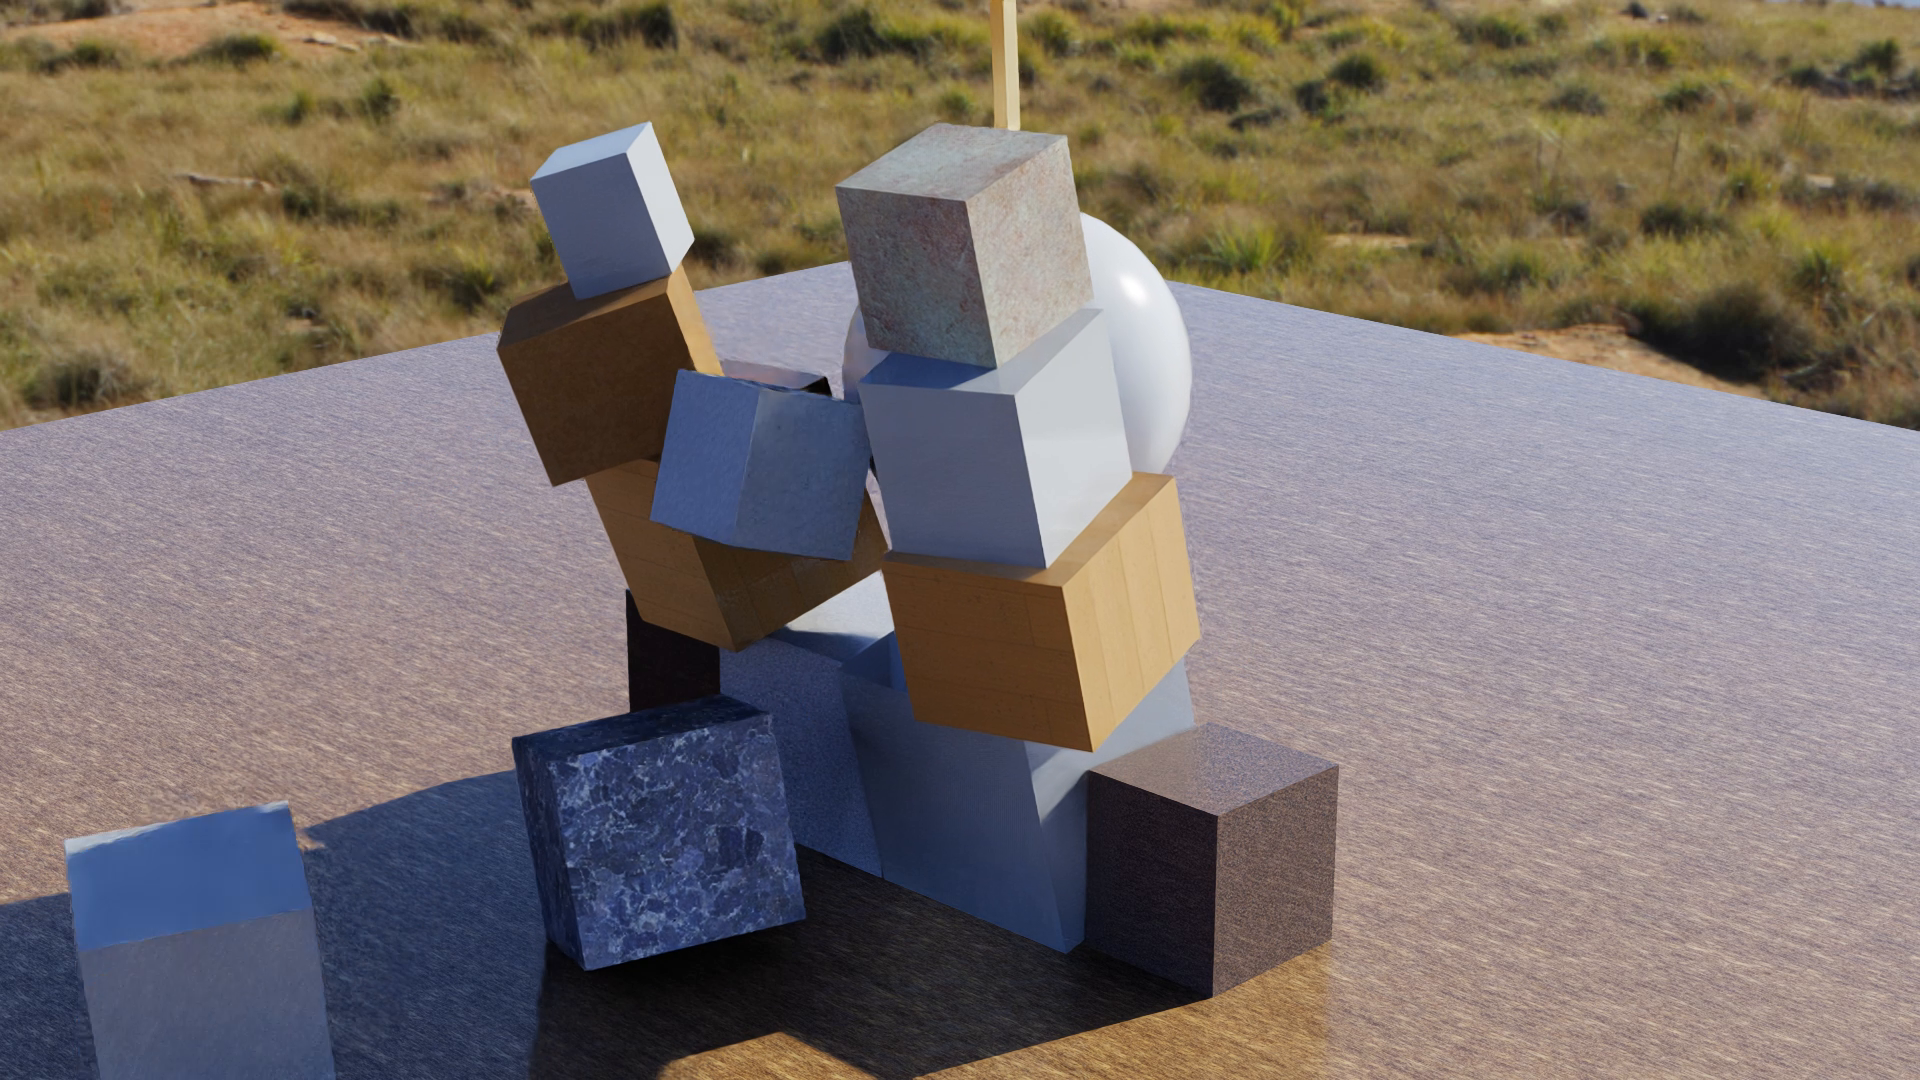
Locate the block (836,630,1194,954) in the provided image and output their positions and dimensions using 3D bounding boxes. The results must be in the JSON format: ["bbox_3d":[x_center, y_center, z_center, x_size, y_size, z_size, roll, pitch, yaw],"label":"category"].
[{"bbox_3d":[0.299,0.951,13.065,1.124,1.133,1.011,16,38,42],"label":"block"}]

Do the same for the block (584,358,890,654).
[{"bbox_3d":[-1.077,-0.183,13.819,0.913,0.971,0.941,-30,23,-26],"label":"block"}]

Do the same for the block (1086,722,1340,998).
[{"bbox_3d":[1.085,1.361,12.645,0.719,0.821,0.803,17,24,42],"label":"block"}]

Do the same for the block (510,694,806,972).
[{"bbox_3d":[-1.299,1.228,12.546,0.957,0.887,0.834,-11,7,-18],"label":"block"}]

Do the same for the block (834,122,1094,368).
[{"bbox_3d":[0.026,-1.200,11.842,0.667,0.715,0.672,12,35,37],"label":"block"}]

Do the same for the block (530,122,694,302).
[{"bbox_3d":[-1.583,-1.505,13.396,0.474,0.594,0.493,-14,22,14],"label":"block"}]

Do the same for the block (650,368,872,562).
[{"bbox_3d":[-0.857,-0.330,12.847,0.638,0.679,0.659,8,5,-39],"label":"block"}]

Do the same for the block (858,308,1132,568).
[{"bbox_3d":[0.156,-0.446,11.987,0.724,0.776,0.778,6,32,30],"label":"block"}]

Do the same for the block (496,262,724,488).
[{"bbox_3d":[-1.590,-0.811,13.491,0.804,0.691,0.803,-18,21,4],"label":"block"}]

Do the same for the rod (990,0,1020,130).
[{"bbox_3d":[0.113,-3.943,12.221,0.080,5.200,0.080,17,27,42],"label":"rod"}]

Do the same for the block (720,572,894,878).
[{"bbox_3d":[-0.388,0.851,13.992,1.103,0.987,1.028,17,24,42],"label":"block"}]

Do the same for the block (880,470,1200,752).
[{"bbox_3d":[0.352,0.247,12.295,0.878,0.782,0.940,8,33,33],"label":"block"}]

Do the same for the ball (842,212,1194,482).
[{"bbox_3d":[0.261,-0.750,13.379,1.600,1.600,1.600,0,17,0],"label":"ball"}]

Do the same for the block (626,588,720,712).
[{"bbox_3d":[-1.066,0.677,14.644,0.867,0.928,0.793,-17,24,-42],"label":"block"}]

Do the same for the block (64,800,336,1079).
[{"bbox_3d":[-2.896,1.619,11.186,0.839,0.849,0.741,-9,30,-16],"label":"block"}]
